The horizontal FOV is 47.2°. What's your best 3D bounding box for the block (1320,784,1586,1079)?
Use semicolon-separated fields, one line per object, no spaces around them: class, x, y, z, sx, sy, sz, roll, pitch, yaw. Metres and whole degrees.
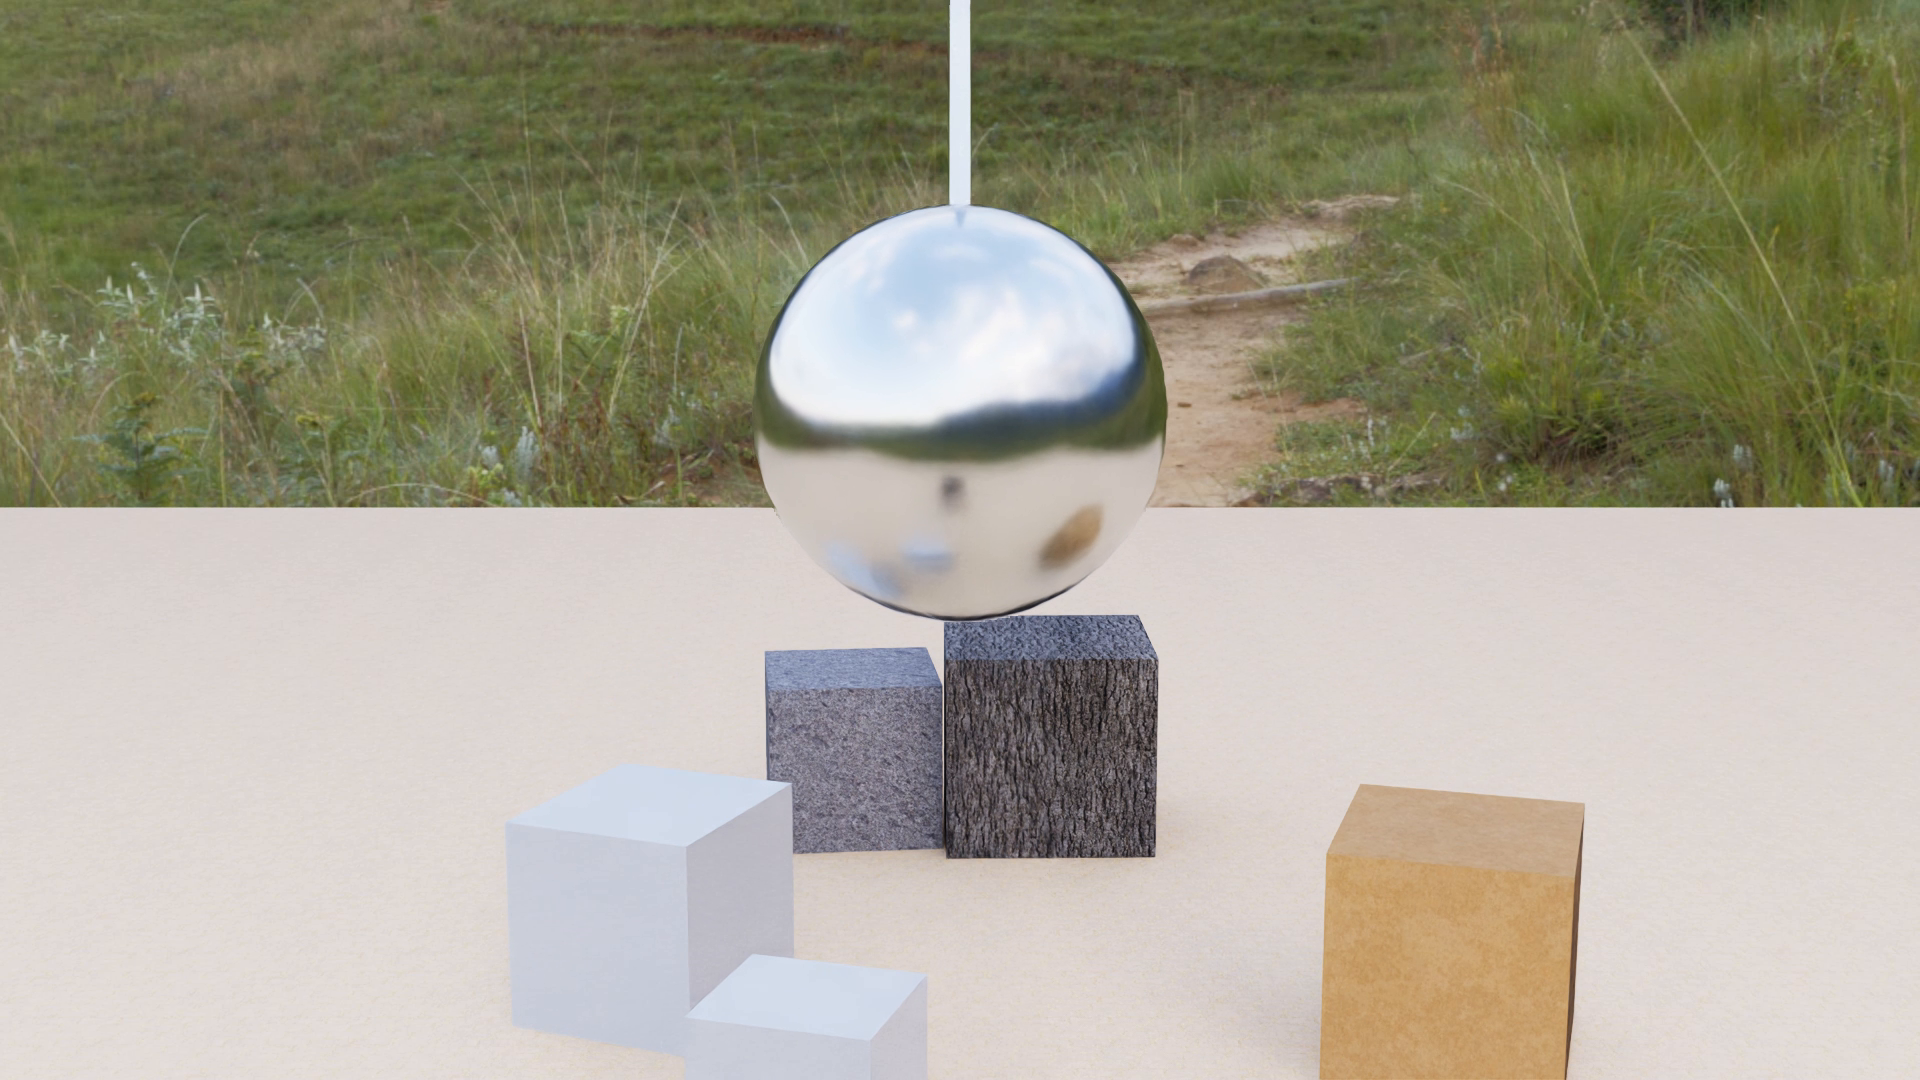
block;1.929;1.547;8.557;0.892;0.894;0.948;3;11;17

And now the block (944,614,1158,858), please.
block;0.441;0.988;11.303;1.037;1.011;1.016;0;10;-1

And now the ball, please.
ball;0.000;-0.487;8.472;1.600;1.600;1.600;0;10;0

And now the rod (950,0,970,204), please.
rod;0.000;-3.769;9.360;0.080;5.200;0.080;0;-15;0

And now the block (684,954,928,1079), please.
block;-0.520;1.863;7.600;0.661;0.614;0.608;3;11;17

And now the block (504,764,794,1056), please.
block;-1.249;1.485;9.010;0.811;0.854;0.907;4;11;22

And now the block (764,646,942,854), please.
block;-0.560;1.068;11.337;0.859;0.842;0.854;-1;10;-6
